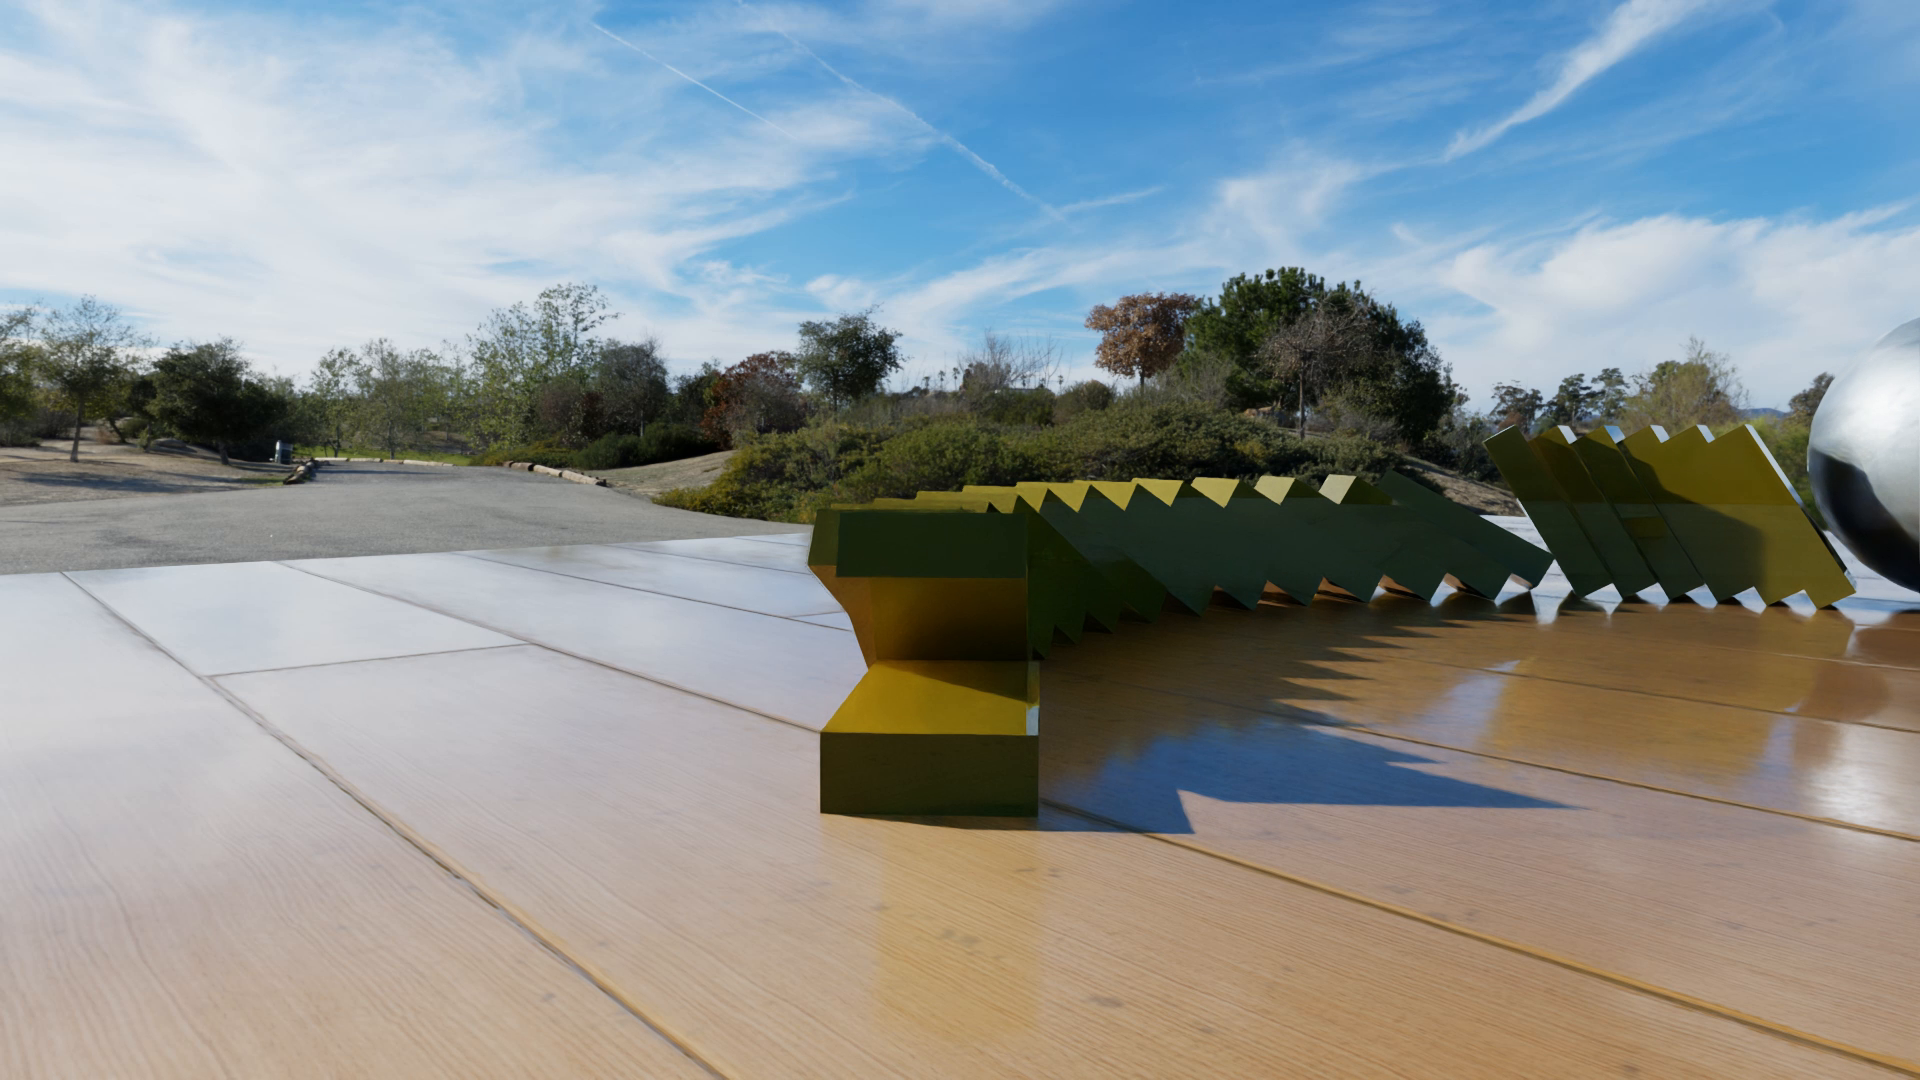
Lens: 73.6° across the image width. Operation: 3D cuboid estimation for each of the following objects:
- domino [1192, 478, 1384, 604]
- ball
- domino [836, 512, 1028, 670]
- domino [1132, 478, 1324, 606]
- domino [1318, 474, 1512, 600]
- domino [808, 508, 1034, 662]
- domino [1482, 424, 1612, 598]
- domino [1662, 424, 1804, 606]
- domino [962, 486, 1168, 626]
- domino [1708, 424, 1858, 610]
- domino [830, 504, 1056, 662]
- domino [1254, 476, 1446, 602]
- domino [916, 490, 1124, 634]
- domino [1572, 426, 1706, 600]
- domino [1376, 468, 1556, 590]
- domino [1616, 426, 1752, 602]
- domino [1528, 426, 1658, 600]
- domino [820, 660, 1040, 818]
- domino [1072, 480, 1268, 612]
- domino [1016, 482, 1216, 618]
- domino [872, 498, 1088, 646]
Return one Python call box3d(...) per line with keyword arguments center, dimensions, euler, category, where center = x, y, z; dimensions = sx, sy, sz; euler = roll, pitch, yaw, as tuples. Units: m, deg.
box3d(center=(0.087, 0.000, 0.346), dimensions=(0.050, 0.009, 0.025), euler=(30, -5, -16), category="domino")
box3d(center=(0.271, -0.023, 0.338), dimensions=(0.080, 0.080, 0.080), euler=(0, 4, 0), category="ball")
box3d(center=(-0.002, 0.011, 0.192), dimensions=(0.025, 0.010, 0.050), euler=(0, -25, 4), category="domino")
box3d(center=(0.068, 0.001, 0.338), dimensions=(0.050, 0.010, 0.025), euler=(31, -8, -21), category="domino")
box3d(center=(0.126, -0.001, 0.359), dimensions=(0.050, 0.009, 0.025), euler=(31, 3, -2), category="domino")
box3d(center=(-0.005, 0.010, 0.215), dimensions=(0.025, 0.009, 0.050), euler=(1, -25, 15), category="domino")
box3d(center=(0.166, -0.009, 0.365), dimensions=(0.009, 0.050, 0.025), euler=(-31, -7, 20), category="domino")
box3d(center=(0.212, -0.008, 0.351), dimensions=(0.009, 0.050, 0.025), euler=(-35, -16, 32), category="domino")
box3d(center=(0.023, 0.004, 0.295), dimensions=(0.025, 0.010, 0.050), euler=(4, -24, 45), category="domino")
box3d(center=(0.220, -0.007, 0.343), dimensions=(0.009, 0.050, 0.025), euler=(-35, -16, 32), category="domino")
box3d(center=(-0.003, 0.009, 0.238), dimensions=(0.025, 0.009, 0.050), euler=(2, -24, 26), category="domino")
box3d(center=(0.106, -0.001, 0.354), dimensions=(0.050, 0.009, 0.025), euler=(30, 0, -8), category="domino")
box3d(center=(0.013, 0.005, 0.277), dimensions=(0.025, 0.009, 0.050), euler=(3, -24, 36), category="domino")
box3d(center=(0.193, -0.008, 0.362), dimensions=(0.010, 0.050, 0.025), euler=(-35, -16, 32), category="domino")
box3d(center=(0.144, -0.003, 0.368), dimensions=(0.050, 0.009, 0.025), euler=(32, 6, 19), category="domino")
box3d(center=(0.203, -0.008, 0.357), dimensions=(0.009, 0.050, 0.025), euler=(-35, -16, 32), category="domino")
box3d(center=(0.181, -0.009, 0.365), dimensions=(0.010, 0.050, 0.025), euler=(-34, -14, 29), category="domino")
box3d(center=(-0.002, 0.025, 0.172), dimensions=(0.025, 0.009, 0.050), euler=(0, 4, 4), category="domino")
box3d(center=(0.052, 0.002, 0.325), dimensions=(0.050, 0.009, 0.025), euler=(32, -13, -29), category="domino")
box3d(center=(0.037, 0.003, 0.311), dimensions=(0.050, 0.009, 0.025), euler=(34, -17, -35), category="domino")
box3d(center=(0.004, 0.007, 0.258), dimensions=(0.025, 0.010, 0.050), euler=(2, -23, 30), category="domino")
